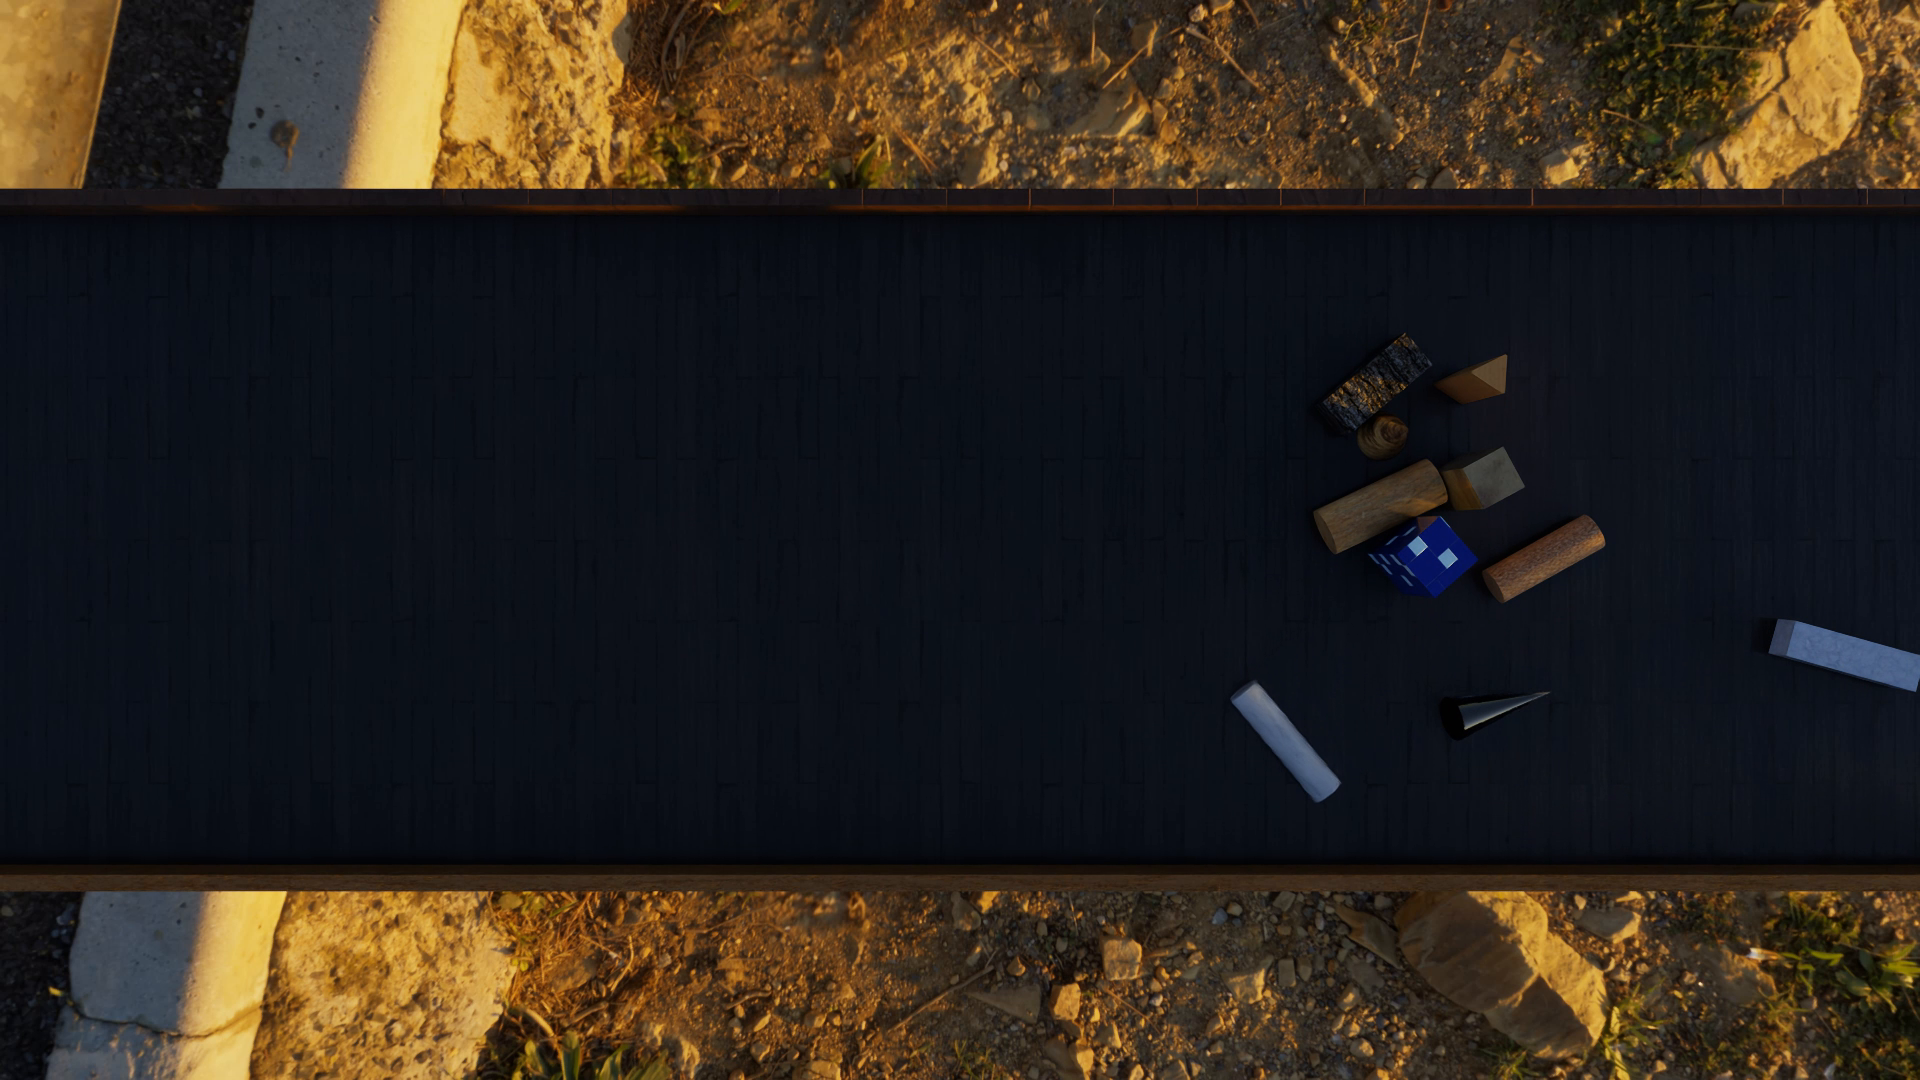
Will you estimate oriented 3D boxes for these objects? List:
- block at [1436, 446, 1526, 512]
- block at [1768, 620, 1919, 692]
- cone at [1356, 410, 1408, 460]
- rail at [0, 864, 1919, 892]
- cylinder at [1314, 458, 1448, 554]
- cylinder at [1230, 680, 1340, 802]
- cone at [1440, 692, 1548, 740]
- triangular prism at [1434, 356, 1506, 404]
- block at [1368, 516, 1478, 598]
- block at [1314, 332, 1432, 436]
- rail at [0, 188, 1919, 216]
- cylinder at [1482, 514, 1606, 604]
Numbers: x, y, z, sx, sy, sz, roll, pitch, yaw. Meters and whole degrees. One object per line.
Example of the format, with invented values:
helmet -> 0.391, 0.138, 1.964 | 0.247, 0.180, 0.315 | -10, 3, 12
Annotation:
block -> 1.525, -0.178, 4.894 | 0.132, 0.366, 0.132 | -29, 90, 0
block -> 2.698, 0.350, 5.022 | 0.405, 0.109, 0.109 | 16, 90, 0
cone -> 1.297, -0.320, 4.922 | 0.155, 0.310, 0.155 | 0, 90, 0
rail -> -2.247, 1.025, 5.001 | 12.000, 0.150, 0.050 | 0, 90, 0
cylinder -> 1.275, -0.102, 5.003 | 0.369, 0.148, 0.148 | -25, 90, 0
cylinder -> 0.991, 0.611, 5.026 | 0.100, 0.100, 0.403 | -40, 90, 0
cone -> 1.657, 0.505, 5.043 | 0.340, 0.137, 0.137 | -13, 90, -12
triangular prism -> 1.529, -0.488, 4.886 | 0.110, 0.382, 0.095 | 34, 90, 0
block -> 1.370, 0.049, 4.902 | 0.167, 0.348, 0.167 | -41, 90, 0
block -> 1.254, -0.470, 5.013 | 0.325, 0.127, 0.127 | -40, 90, 0
rail -> -2.247, -1.025, 5.002 | 12.000, 0.150, 0.050 | 0, 90, 0
cylinder -> 1.775, 0.057, 5.019 | 0.349, 0.115, 0.115 | -29, 90, 0
